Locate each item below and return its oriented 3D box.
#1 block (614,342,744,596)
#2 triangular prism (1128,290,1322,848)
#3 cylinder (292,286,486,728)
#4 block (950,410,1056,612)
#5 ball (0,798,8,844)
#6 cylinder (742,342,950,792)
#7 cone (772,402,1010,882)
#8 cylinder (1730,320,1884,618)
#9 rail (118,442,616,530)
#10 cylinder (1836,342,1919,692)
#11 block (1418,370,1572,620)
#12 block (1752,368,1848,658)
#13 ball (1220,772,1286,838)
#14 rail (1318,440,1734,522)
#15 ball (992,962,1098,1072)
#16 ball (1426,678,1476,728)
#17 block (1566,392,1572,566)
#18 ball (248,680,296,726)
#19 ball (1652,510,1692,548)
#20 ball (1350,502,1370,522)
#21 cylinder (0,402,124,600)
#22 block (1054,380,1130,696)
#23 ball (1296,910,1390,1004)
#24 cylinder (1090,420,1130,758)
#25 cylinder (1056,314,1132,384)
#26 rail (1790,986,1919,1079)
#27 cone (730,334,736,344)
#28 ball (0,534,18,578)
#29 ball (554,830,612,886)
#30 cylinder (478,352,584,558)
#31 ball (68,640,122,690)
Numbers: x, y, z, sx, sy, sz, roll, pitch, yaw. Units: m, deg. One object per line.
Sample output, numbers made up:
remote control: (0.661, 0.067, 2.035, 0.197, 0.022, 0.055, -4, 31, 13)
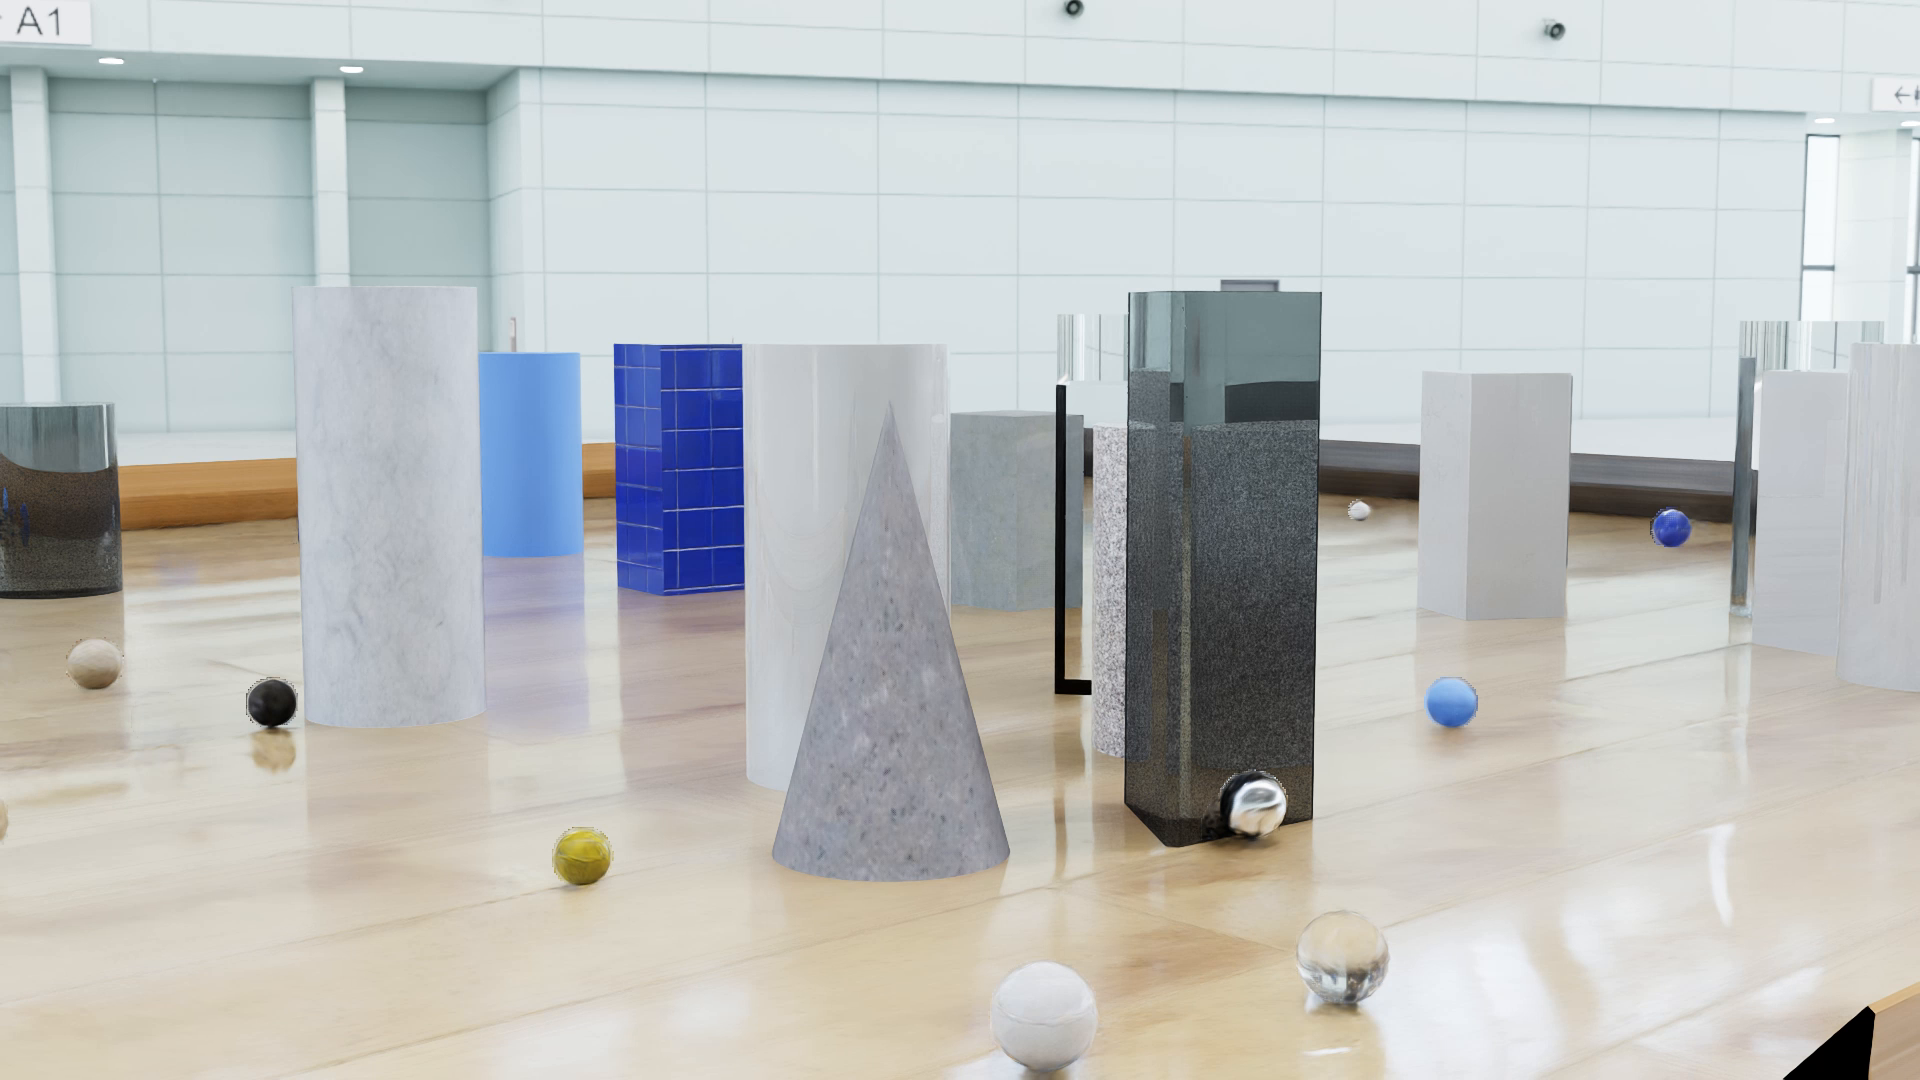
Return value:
block: (-0.445, -0.118, 3.522, 0.157, 0.391, 0.157, -4, 7, -36)
triangular prism: (0.198, 0.015, 1.916, 0.170, 0.460, 0.148, -5, 8, -38)
cylinder: (-0.628, -0.043, 2.426, 0.197, 0.469, 0.197, 0, 6, 0)
block: (0.082, -0.049, 3.350, 0.157, 0.289, 0.157, 6, 8, 44)
ball: (-0.802, 0.227, 1.766, 0.070, 0.070, 0.070, 0, 6, 0)
cylinder: (-0.107, 0.019, 2.100, 0.197, 0.414, 0.197, 0, 6, 0)
cone: (-0.057, 0.071, 1.797, 0.197, 0.373, 0.197, 0, 6, 0)
cylinder: (1.236, -0.105, 3.215, 0.197, 0.429, 0.197, 0, 6, 0)
rail: (-1.341, -0.118, 4.777, 4.128, 0.128, 0.045, -5, 8, -42)
cylinder: (1.166, -0.033, 2.641, 0.197, 0.405, 0.197, 0, 6, 0)
block: (0.785, -0.070, 3.240, 0.157, 0.355, 0.157, -2, 6, -14)
block: (1.169, -0.040, 2.899, 0.157, 0.365, 0.157, -3, 7, -28)
ball: (0.245, 0.222, 1.839, 0.055, 0.055, 0.055, 0, 6, 0)
rail: (1.499, -0.110, 4.708, 0.045, 0.128, 4.001, -5, 8, -42)
ball: (0.050, 0.280, 1.293, 0.063, 0.063, 0.063, 0, 6, 0)
ball: (0.527, 0.175, 2.356, 0.052, 0.052, 0.052, 0, 6, 0)
block: (0.947, -0.118, 3.808, 0.157, 0.332, 0.157, 5, 8, 42)
ball: (-0.738, 0.175, 2.359, 0.050, 0.050, 0.050, 0, 6, 0)
ball: (1.340, -0.021, 4.138, 0.071, 0.071, 0.071, 0, 6, 0)
ball: (0.847, -0.060, 4.659, 0.040, 0.040, 0.040, 0, 6, 0)
cylinder: (-1.434, -0.066, 3.478, 0.197, 0.297, 0.197, 0, 6, 0)
block: (0.200, -0.006, 2.605, 0.157, 0.359, 0.157, 1, 6, 9)
ball: (0.246, 0.269, 1.416, 0.060, 0.060, 0.060, 0, 6, 0)
cylinder: (0.233, 0.047, 2.243, 0.197, 0.329, 0.197, 0, 6, 0)
cylinder: (0.298, -0.247, 4.541, 0.197, 0.436, 0.197, 0, 6, 0)
rail: (1.341, 0.184, 1.887, 4.128, 0.128, 0.045, -5, 8, -42)
cone: (-0.450, -0.210, 4.377, 0.197, 0.398, 0.197, 0, 6, 0)
ball: (-1.605, 0.027, 3.654, 0.075, 0.075, 0.075, 0, 6, 0)
ball: (-0.293, 0.246, 1.707, 0.044, 0.044, 0.044, 0, 6, 0)
cylinder: (-0.796, -0.161, 4.052, 0.197, 0.367, 0.197, 0, 6, 0)
ball: (-1.018, 0.146, 2.588, 0.060, 0.060, 0.060, 0, 6, 0)
